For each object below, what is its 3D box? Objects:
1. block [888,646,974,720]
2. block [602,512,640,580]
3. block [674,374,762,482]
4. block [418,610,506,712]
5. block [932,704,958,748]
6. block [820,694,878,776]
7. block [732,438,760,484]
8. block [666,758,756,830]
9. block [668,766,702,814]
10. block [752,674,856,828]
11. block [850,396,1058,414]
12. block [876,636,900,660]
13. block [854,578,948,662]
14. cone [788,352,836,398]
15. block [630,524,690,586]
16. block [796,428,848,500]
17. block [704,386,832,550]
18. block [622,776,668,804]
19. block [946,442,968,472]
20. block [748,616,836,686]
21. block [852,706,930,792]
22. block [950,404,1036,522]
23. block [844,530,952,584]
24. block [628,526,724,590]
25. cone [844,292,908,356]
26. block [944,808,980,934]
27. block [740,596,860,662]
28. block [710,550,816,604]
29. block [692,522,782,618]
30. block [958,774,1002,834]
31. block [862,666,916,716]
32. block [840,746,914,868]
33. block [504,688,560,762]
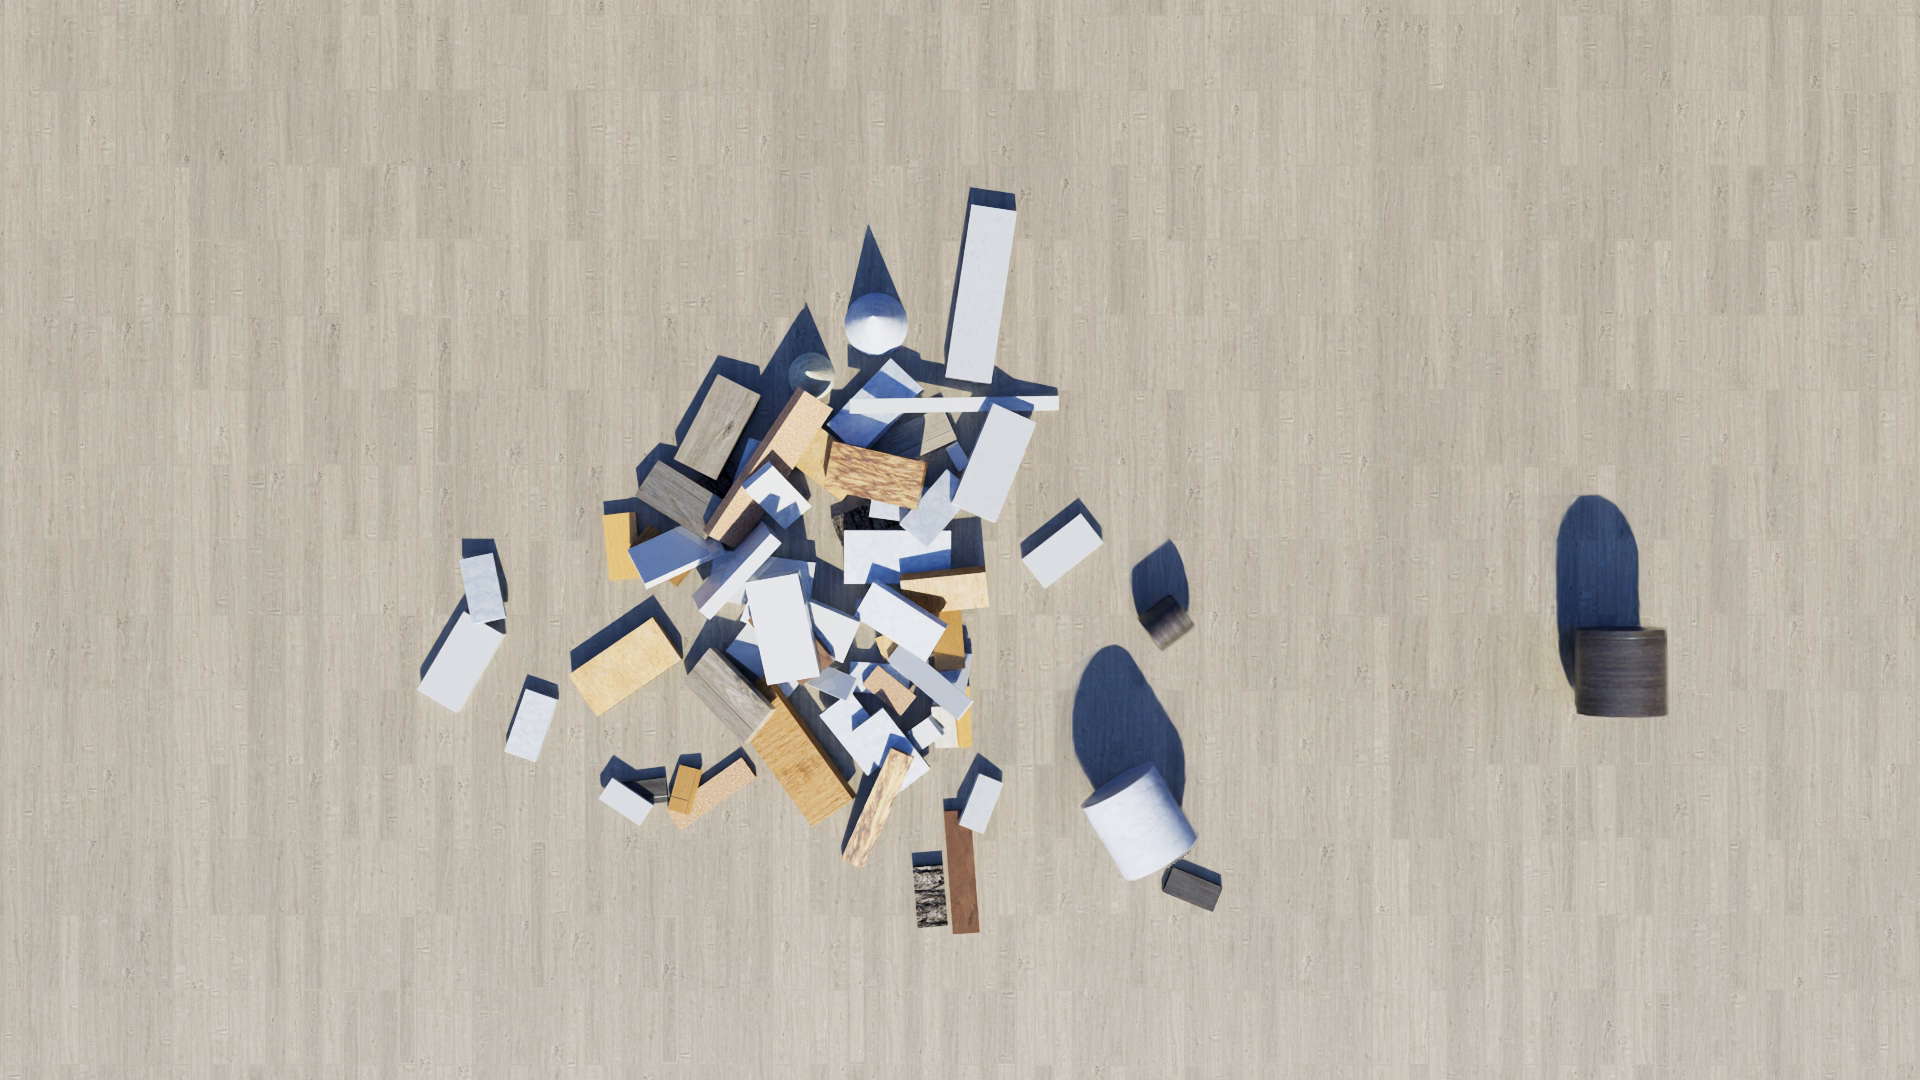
[{"bbox_3d":[-0.098,0.462,5.414,0.315,0.022,0.079,39,91,19],"label":"block"},{"bbox_3d":[-1.120,0.021,5.485,0.109,0.031,0.219,-6,90,0],"label":"block"},{"bbox_3d":[-0.800,-0.371,5.460,0.158,0.045,0.316,27,87,7],"label":"block"},{"bbox_3d":[-1.655,0.404,5.479,0.151,0.043,0.301,31,90,0],"label":"block"},{"bbox_3d":[-0.049,0.613,5.433,0.075,0.021,0.150,-3,111,7],"label":"block"},{"bbox_3d":[-0.335,0.639,5.467,0.129,0.036,0.258,-38,97,0],"label":"block"},{"bbox_3d":[-0.691,-0.203,5.453,0.102,0.029,0.252,19,101,-11],"label":"block"},{"bbox_3d":[-0.826,0.844,5.488,0.306,0.023,0.081,-35,90,0],"label":"block"},{"bbox_3d":[-0.912,0.829,5.471,0.075,0.021,0.150,12,81,10],"label":"block"},{"bbox_3d":[-0.561,0.694,5.453,0.175,0.050,0.501,-36,90,15],"label":"block"},{"bbox_3d":[-0.017,-0.447,5.439,0.696,0.013,0.047,-2,99,-8],"label":"block"},{"bbox_3d":[-0.194,0.336,5.489,0.158,0.022,0.079,-21,90,0],"label":"block"},{"bbox_3d":[-0.193,0.264,5.421,0.281,0.040,0.140,32,113,5],"label":"block"},{"bbox_3d":[-0.494,-0.547,5.421,0.157,0.157,0.157,0,90,0],"label":"cone"},{"bbox_3d":[-0.984,0.052,5.465,0.203,0.029,0.102,40,75,-5],"label":"block"},{"bbox_3d":[-0.467,-0.281,5.478,0.304,0.043,0.152,37,90,0],"label":"block"},{"bbox_3d":[-0.628,-0.231,5.395,0.040,0.141,0.562,36,94,43],"label":"block"},{"bbox_3d":[-1.056,0.840,5.488,0.163,0.023,0.081,-7,90,0],"label":"block"},{"bbox_3d":[-0.006,-0.277,5.473,0.047,0.013,0.094,-32,67,6],"label":"block"},{"bbox_3d":[-0.552,0.326,5.410,0.140,0.040,0.281,-36,100,10],"label":"block"},{"bbox_3d":[-0.227,0.690,5.442,0.129,0.036,0.257,-37,97,1],"label":"block"},{"bbox_3d":[0.109,-0.252,5.420,0.158,0.045,0.356,23,83,-9],"label":"block"},{"bbox_3d":[-0.207,0.055,5.457,0.351,0.050,0.176,0,95,-3],"label":"block"},{"bbox_3d":[-0.932,0.038,5.418,0.282,0.040,0.141,-25,67,-15],"label":"block"},{"bbox_3d":[-0.279,-0.719,5.394,0.212,0.212,0.212,0,90,0],"label":"cone"},{"bbox_3d":[0.006,1.102,5.487,0.090,0.025,0.409,-4,90,0],"label":"block"},{"bbox_3d":[-0.525,0.263,5.436,0.365,0.043,0.151,23,103,-4],"label":"block"},{"bbox_3d":[-0.656,0.136,5.476,0.337,0.048,0.168,8,90,0],"label":"block"},{"bbox_3d":[-0.728,0.096,5.365,0.337,0.168,0.048,-47,112,0],"label":"block"},{"bbox_3d":[0.068,0.873,5.470,0.090,0.025,0.179,23,84,-12],"label":"block"},{"bbox_3d":[-0.233,0.497,5.460,0.164,0.023,0.082,39,90,0],"label":"block"},{"bbox_3d":[-0.272,0.884,5.443,0.082,0.023,0.425,24,102,-1],"label":"block"},{"bbox_3d":[-1.424,0.615,5.485,0.109,0.031,0.219,19,90,0],"label":"block"}]
